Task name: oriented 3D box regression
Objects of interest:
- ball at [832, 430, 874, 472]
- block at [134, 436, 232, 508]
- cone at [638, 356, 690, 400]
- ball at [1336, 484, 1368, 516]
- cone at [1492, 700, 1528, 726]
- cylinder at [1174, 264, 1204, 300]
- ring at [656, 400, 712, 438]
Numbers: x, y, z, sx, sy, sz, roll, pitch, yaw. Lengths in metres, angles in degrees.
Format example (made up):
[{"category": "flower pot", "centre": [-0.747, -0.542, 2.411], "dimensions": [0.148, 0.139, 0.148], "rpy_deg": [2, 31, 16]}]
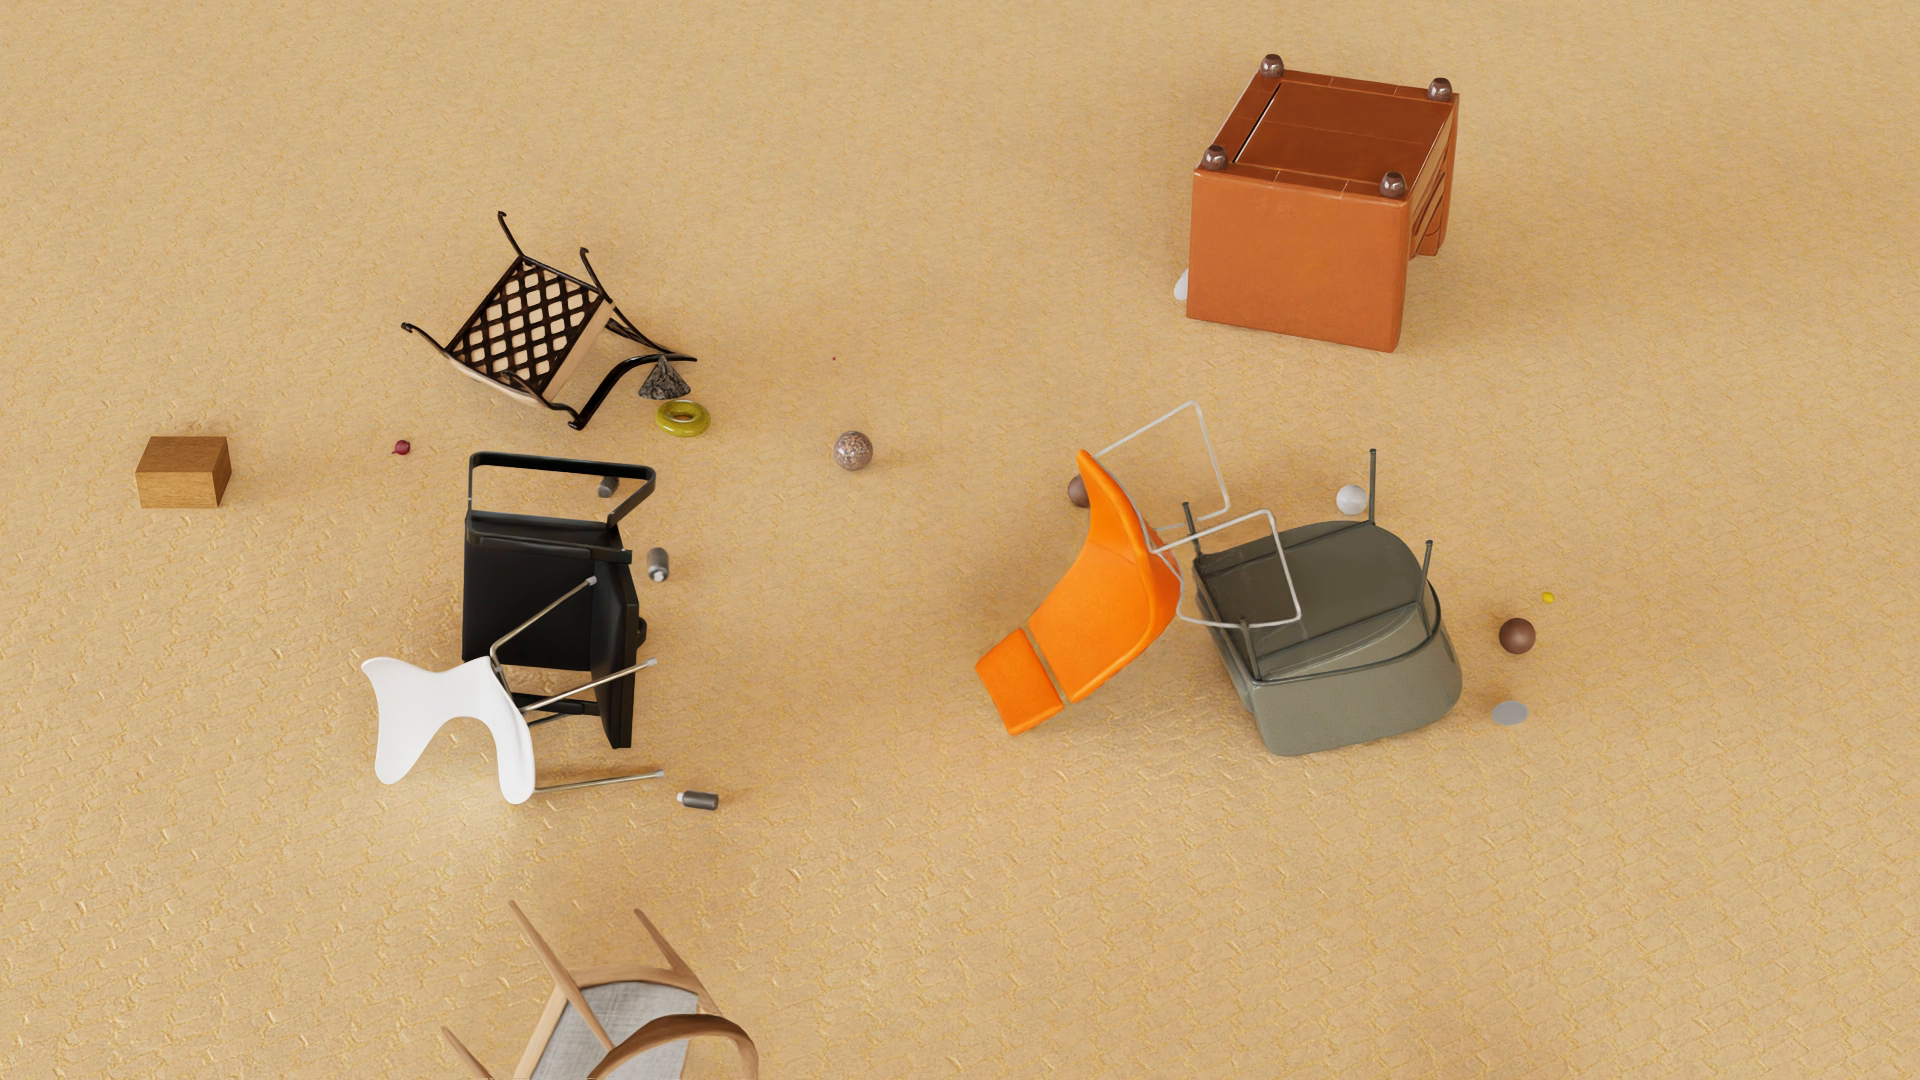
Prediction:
[{"category": "ball", "centre": [-0.413, -0.345, 11.325], "dimensions": [0.157, 0.157, 0.157], "rpy_deg": [0, 33, 0]}, {"category": "block", "centre": [-2.961, -0.258, 11.189], "dimensions": [0.289, 0.162, 0.261], "rpy_deg": [0, 33, 0]}, {"category": "cone", "centre": [-1.195, -0.673, 11.810], "dimensions": [0.215, 0.171, 0.133], "rpy_deg": [-4, 34, -7]}, {"category": "ball", "centre": [1.480, -0.152, 11.067], "dimensions": [0.119, 0.119, 0.119], "rpy_deg": [0, 33, 0]}, {"category": "cone", "centre": [1.860, 0.586, 10.020], "dimensions": [0.135, 0.085, 0.086], "rpy_deg": [-1, 5, -15]}, {"category": "cylinder", "centre": [0.977, -1.100, 12.489], "dimensions": [0.084, 0.153, 0.090], "rpy_deg": [36, 38, -2]}, {"category": "ring", "centre": [-1.098, -0.482, 11.620], "dimensions": [0.216, 0.062, 0.261], "rpy_deg": [-14, 35, -22]}]
